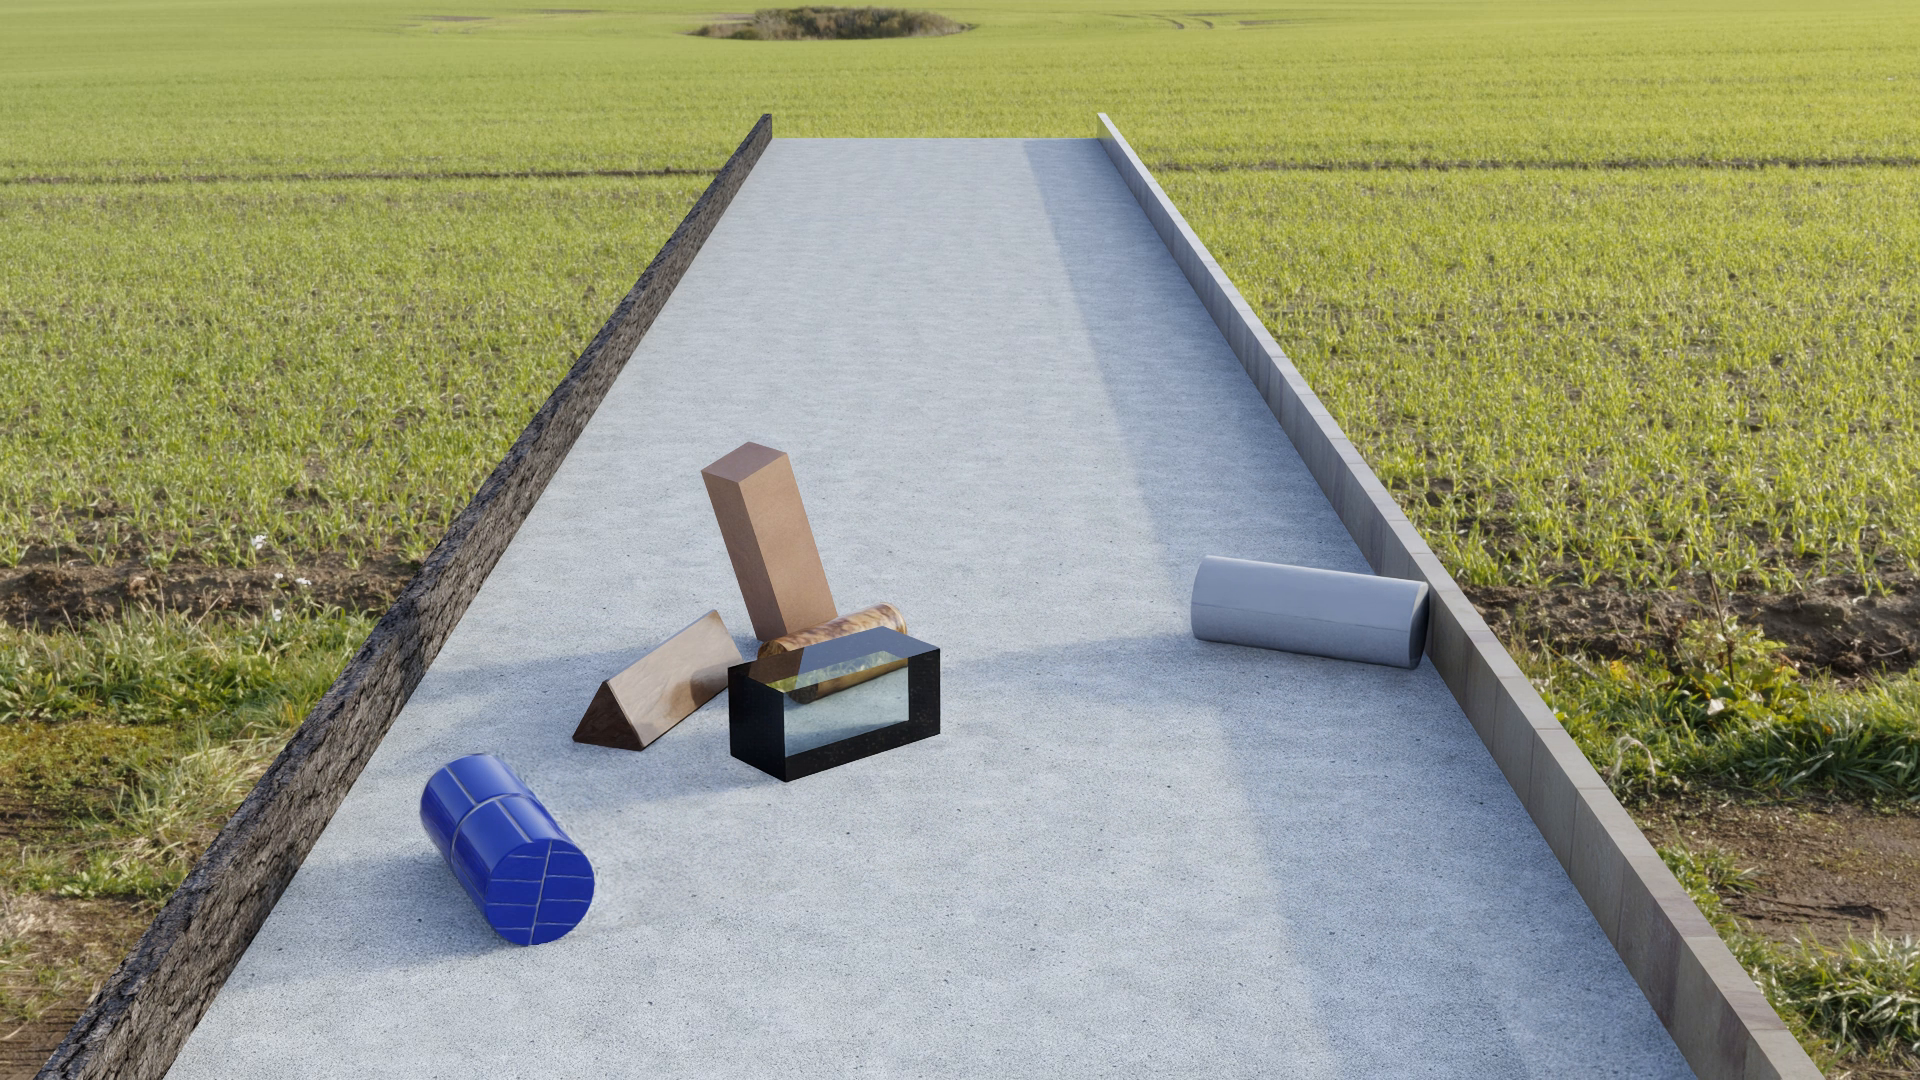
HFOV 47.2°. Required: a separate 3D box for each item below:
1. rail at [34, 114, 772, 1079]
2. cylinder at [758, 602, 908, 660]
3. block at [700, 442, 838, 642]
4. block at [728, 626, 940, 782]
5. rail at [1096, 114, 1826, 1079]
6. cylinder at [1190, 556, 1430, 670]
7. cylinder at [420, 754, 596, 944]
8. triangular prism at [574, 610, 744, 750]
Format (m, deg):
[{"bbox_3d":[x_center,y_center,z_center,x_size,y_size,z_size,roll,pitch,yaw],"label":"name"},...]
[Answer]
[{"bbox_3d":[-1.118,-0.838,7.780,0.050,0.150,12.000,0,17,-1],"label":"rail"},{"bbox_3d":[-0.249,0.210,4.334,0.106,0.106,0.315,14,22,39],"label":"cylinder"},{"bbox_3d":[-0.379,0.017,4.430,0.126,0.403,0.126,-34,33,-31],"label":"block"},{"bbox_3d":[-0.223,0.290,3.958,0.352,0.166,0.166,-14,21,-39],"label":"block"},{"bbox_3d":[0.932,-0.844,7.801,0.050,0.150,12.000,0,17,-1],"label":"rail"},{"bbox_3d":[0.705,0.144,4.434,0.445,0.176,0.176,7,18,23],"label":"cylinder"},{"bbox_3d":[-0.697,0.467,3.367,0.165,0.165,0.372,-8,19,-26],"label":"cylinder"},{"bbox_3d":[-0.560,0.253,4.150,0.141,0.122,0.440,6,18,19],"label":"triangular prism"}]
